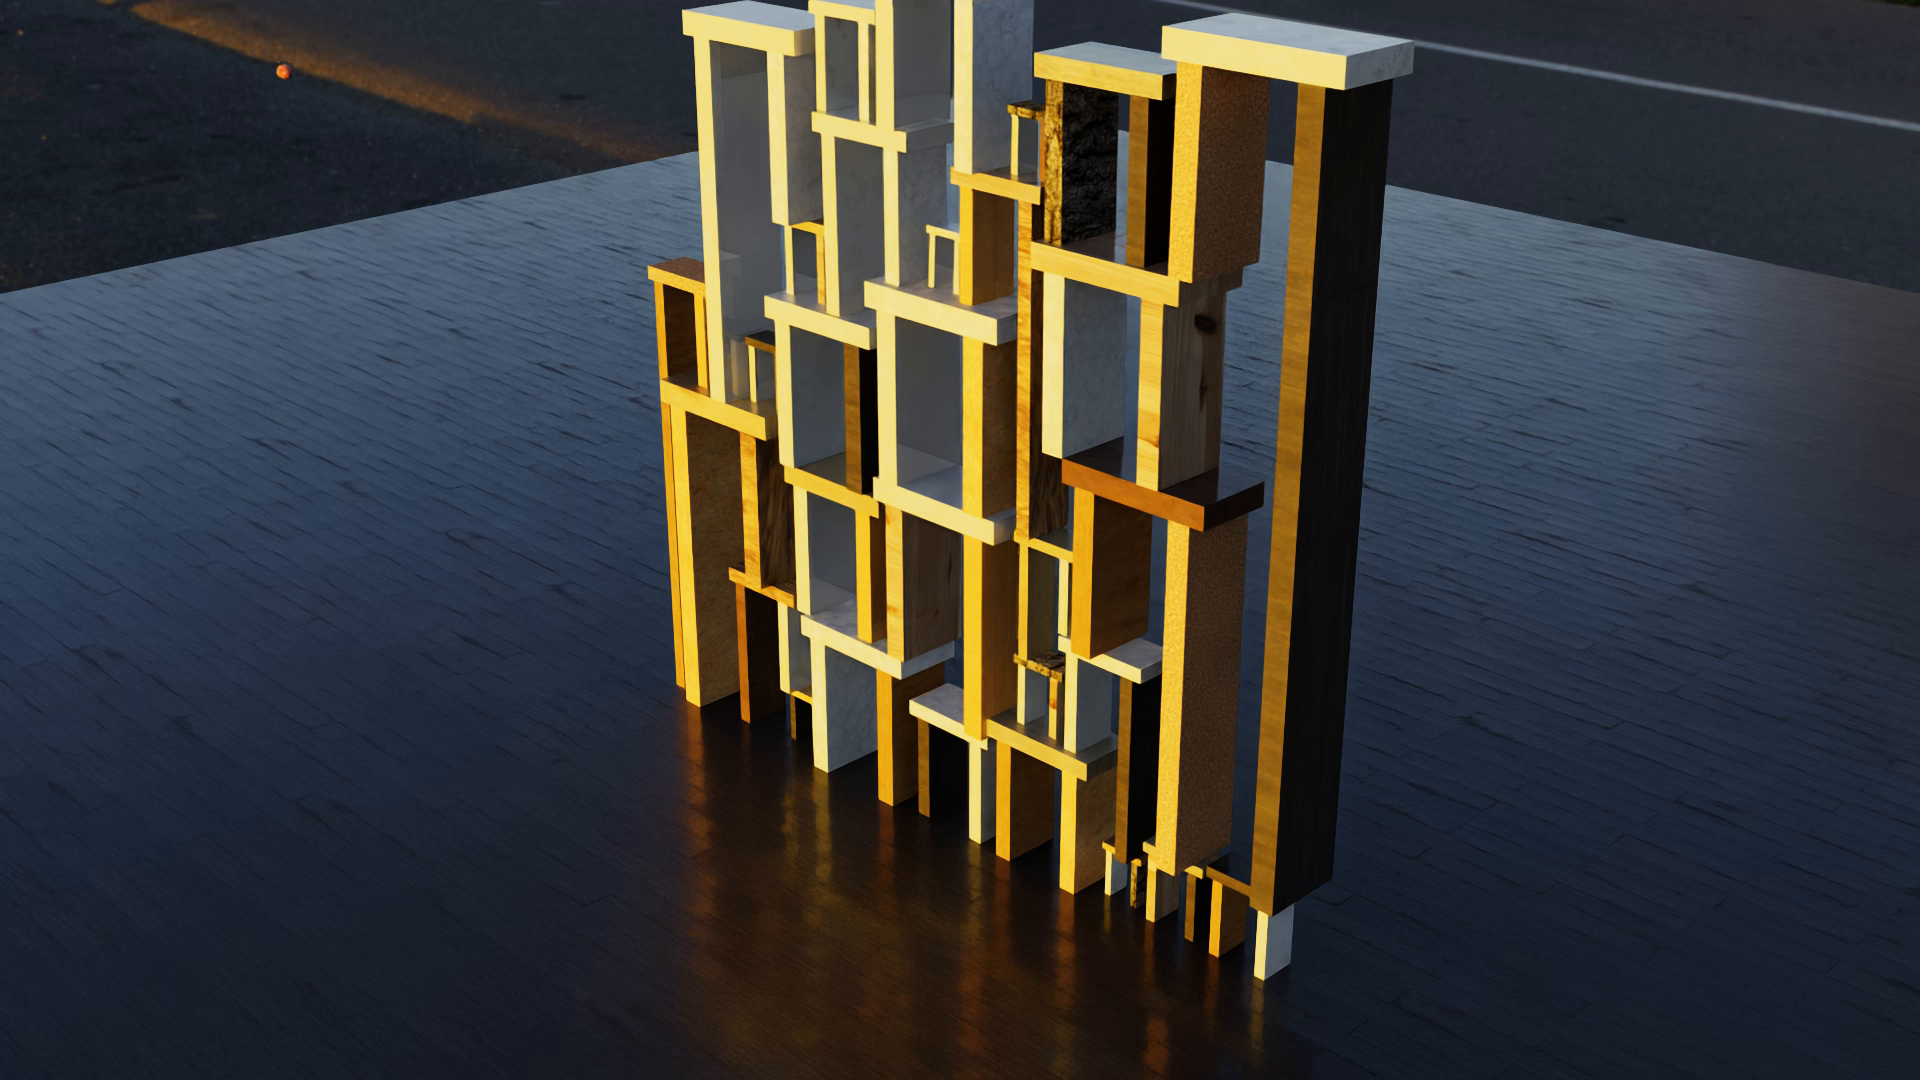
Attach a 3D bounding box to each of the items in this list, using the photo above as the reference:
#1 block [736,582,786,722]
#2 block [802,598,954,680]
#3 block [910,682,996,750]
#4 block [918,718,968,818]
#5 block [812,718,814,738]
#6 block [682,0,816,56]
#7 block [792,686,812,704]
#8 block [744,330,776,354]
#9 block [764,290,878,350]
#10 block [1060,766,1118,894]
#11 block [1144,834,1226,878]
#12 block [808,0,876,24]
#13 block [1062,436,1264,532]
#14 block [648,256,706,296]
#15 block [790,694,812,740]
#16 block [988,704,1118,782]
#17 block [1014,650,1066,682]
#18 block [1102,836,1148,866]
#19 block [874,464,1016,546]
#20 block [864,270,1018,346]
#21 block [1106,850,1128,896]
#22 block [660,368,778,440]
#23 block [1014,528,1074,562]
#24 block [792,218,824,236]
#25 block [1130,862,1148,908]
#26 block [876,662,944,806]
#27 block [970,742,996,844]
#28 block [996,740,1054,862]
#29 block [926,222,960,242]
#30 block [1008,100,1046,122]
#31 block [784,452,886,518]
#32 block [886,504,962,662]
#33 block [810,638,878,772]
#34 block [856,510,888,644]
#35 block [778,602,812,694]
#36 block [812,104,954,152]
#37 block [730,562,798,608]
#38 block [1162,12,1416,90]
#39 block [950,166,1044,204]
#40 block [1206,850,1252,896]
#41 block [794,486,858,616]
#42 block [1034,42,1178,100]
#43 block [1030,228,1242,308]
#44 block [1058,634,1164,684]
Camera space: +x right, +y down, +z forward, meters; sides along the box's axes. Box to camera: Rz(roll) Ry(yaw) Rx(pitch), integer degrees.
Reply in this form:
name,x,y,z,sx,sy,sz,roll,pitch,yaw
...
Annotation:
name,x,y,z,sx,sy,sz,roll,pitch,yaw
block,-0.433,0.231,4.794,0.029,0.329,0.104,21,31,41
block,-0.169,0.195,4.484,0.149,0.042,0.298,-21,31,-41
block,0.015,0.348,4.347,0.108,0.031,0.217,-21,31,-40
block,-0.034,0.441,4.443,0.031,0.217,0.108,21,31,41
block,-0.290,0.392,4.700,0.053,0.106,0.015,-21,31,-41
block,-0.363,-0.979,4.200,0.327,0.046,0.163,21,31,41
block,-0.315,0.327,4.700,0.053,0.015,0.106,-21,31,-41
block,-0.375,-0.399,4.461,0.119,0.017,0.059,21,31,40
block,-0.224,-0.440,4.285,0.302,0.043,0.151,21,31,41
block,0.248,0.534,4.178,0.036,0.254,0.127,21,31,41
block,0.411,0.573,4.027,0.139,0.020,0.070,21,31,40
block,-0.184,-0.968,4.007,0.176,0.025,0.088,21,31,40
block,0.348,-0.100,3.798,0.160,0.045,0.320,-21,31,-40
block,-0.550,-0.549,4.593,0.100,0.028,0.200,-21,31,-41
block,-0.340,0.373,4.746,0.015,0.106,0.053,21,31,41
block,0.188,0.377,4.177,0.127,0.036,0.254,-21,31,-41
block,0.167,0.231,4.137,0.062,0.017,0.123,-21,31,-40
block,0.319,0.582,4.131,0.047,0.013,0.094,-21,31,-40
block,0.005,-0.078,4.185,0.162,0.046,0.324,-21,31,-40
block,0.003,-0.435,4.035,0.340,0.048,0.170,21,31,40
block,0.297,0.623,4.173,0.047,0.094,0.013,-21,31,-41
block,-0.453,-0.294,4.600,0.341,0.048,0.171,21,31,41
block,0.179,0.002,4.025,0.149,0.021,0.075,21,31,41
block,-0.278,-0.618,4.269,0.069,0.020,0.139,-21,31,-40
block,0.341,0.640,4.131,0.013,0.095,0.047,21,31,41
block,-0.099,0.379,4.486,0.042,0.298,0.149,21,31,40
block,0.068,0.481,4.349,0.031,0.217,0.108,21,31,41
block,0.128,0.487,4.288,0.036,0.254,0.127,21,31,41
block,-0.009,-0.561,4.000,0.049,0.014,0.098,-19,29,-41
block,0.135,-0.733,3.762,0.052,0.015,0.103,-19,29,-37
block,-0.208,-0.117,4.404,0.278,0.039,0.139,21,31,41
block,-0.070,0.063,4.328,0.046,0.324,0.162,21,31,41
block,-0.239,0.324,4.615,0.042,0.298,0.149,21,31,41
block,-0.142,0.054,4.406,0.039,0.278,0.139,21,31,41
block,-0.336,0.214,4.680,0.104,0.208,0.029,-21,31,-40
block,-0.141,-0.762,4.051,0.253,0.036,0.126,21,31,40
block,-0.384,0.085,4.679,0.208,0.029,0.104,21,31,41
block,0.497,-0.749,3.357,0.173,0.049,0.346,-21,31,-40
block,0.098,-0.629,3.840,0.108,0.030,0.215,-21,31,-41
block,0.524,0.604,3.914,0.077,0.022,0.155,-21,31,-41
block,-0.273,0.003,4.526,0.039,0.278,0.139,21,31,41
block,0.270,-0.769,3.597,0.139,0.039,0.277,-21,31,-40
block,0.295,-0.465,3.699,0.164,0.047,0.329,-21,31,-40
block,0.286,0.202,3.999,0.099,0.028,0.198,-21,31,-40
